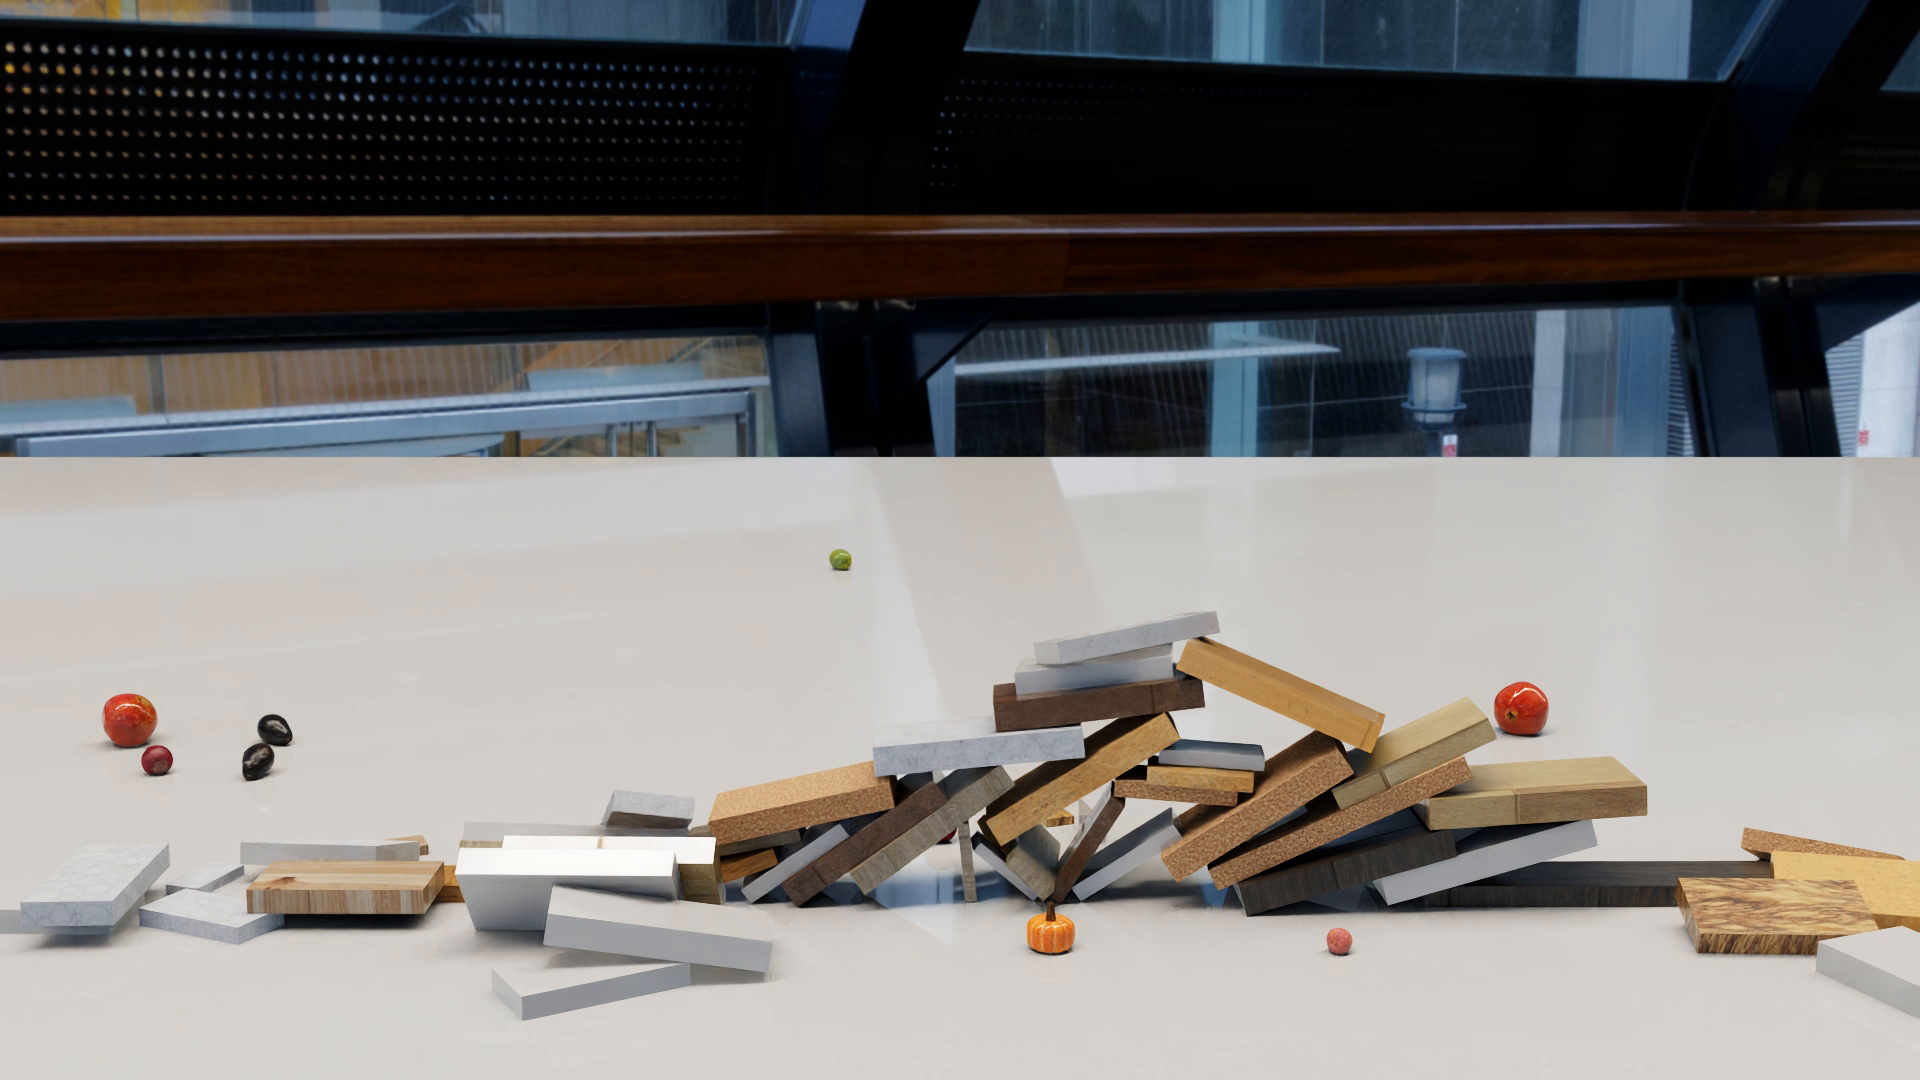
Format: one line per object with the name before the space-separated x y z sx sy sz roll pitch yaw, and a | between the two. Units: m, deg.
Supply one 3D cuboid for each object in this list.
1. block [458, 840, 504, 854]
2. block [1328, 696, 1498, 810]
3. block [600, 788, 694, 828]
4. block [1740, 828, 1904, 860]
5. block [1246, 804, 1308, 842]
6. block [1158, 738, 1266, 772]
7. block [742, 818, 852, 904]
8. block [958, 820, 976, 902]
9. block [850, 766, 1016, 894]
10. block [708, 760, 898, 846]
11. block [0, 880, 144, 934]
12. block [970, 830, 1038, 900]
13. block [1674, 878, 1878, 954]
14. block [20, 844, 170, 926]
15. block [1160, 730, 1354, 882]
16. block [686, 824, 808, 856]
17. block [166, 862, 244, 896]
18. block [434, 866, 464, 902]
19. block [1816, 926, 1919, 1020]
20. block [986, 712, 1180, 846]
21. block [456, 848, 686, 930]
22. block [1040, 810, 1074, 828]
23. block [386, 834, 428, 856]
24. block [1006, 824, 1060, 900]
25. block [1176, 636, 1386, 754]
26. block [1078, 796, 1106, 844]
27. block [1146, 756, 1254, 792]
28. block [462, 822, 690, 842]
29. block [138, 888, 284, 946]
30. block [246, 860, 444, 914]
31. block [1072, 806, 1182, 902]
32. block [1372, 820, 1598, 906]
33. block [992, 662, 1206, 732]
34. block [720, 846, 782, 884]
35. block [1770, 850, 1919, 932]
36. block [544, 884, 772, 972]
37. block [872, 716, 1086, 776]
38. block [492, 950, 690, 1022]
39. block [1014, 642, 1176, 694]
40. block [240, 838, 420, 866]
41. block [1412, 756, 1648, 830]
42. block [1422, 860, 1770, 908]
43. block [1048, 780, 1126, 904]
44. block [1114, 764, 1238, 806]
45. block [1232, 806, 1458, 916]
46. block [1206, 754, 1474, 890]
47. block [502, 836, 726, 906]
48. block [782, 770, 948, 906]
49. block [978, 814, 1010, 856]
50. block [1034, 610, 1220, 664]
block | -0.734 0.538 3.726 0.206 0.029 0.103 1 -21 4
block | 0.730 0.349 3.608 0.275 0.039 0.138 -25 10 4
block | -0.536 0.479 3.743 0.132 0.037 0.265 8 -21 -12
block | 1.470 0.537 3.726 0.252 0.036 0.126 8 -10 36
block | 0.514 0.461 3.630 0.113 0.016 0.056 -26 7 -2
block | 0.414 0.354 3.635 0.172 0.024 0.086 4 8 3
block | -0.271 0.522 3.655 0.199 0.028 0.099 -35 9 5
block | 0.011 0.525 3.648 0.019 0.134 0.067 -6 10 -1
block | -0.053 0.464 3.655 0.303 0.043 0.152 -36 9 -2
block | -0.259 0.433 3.654 0.303 0.043 0.152 -12 11 2
block | -1.612 0.591 3.555 0.538 0.040 0.140 0 11 2
block | 0.076 0.541 3.652 0.134 0.019 0.067 41 5 -10
block | 1.280 0.590 3.448 0.275 0.039 0.138 0 29 2
block | -1.388 0.553 3.543 0.140 0.040 0.281 0 11 -2
block | 0.485 0.431 3.632 0.338 0.048 0.169 -34 6 9
block | -0.357 0.490 3.666 0.199 0.028 0.099 -11 11 6
block | -1.273 0.573 3.711 0.063 0.018 0.126 3 11 17
block | -0.941 0.574 3.676 0.362 0.029 0.103 0 11 1
block | 1.445 0.654 3.193 0.169 0.048 0.364 -4 11 -23
block | 0.202 0.382 3.673 0.343 0.049 0.171 -31 5 4
block | -0.607 0.550 3.451 0.334 0.167 0.047 0 50 2
block | 0.162 0.506 4.076 0.056 0.016 0.113 -4 11 -23
block | -1.004 0.544 3.869 0.126 0.018 0.063 -5 11 -23
block | 0.124 0.526 3.683 0.086 0.024 0.247 44 11 -3
block | 0.529 0.249 3.613 0.338 0.048 0.169 23 7 11
block | 0.238 0.505 3.973 0.016 0.056 0.113 -3 11 -14
block | 0.393 0.383 3.606 0.172 0.024 0.086 4 11 5
block | -0.643 0.521 3.763 0.384 0.037 0.132 1 -21 5
block | -1.199 0.602 3.522 0.206 0.029 0.103 5 12 25
block | -0.991 0.561 3.556 0.281 0.040 0.140 0 10 0
block | 0.277 0.522 3.664 0.200 0.028 0.100 -33 7 9
block | 0.855 0.505 3.648 0.353 0.050 0.176 -16 10 1
block | 0.229 0.260 3.670 0.343 0.049 0.171 -7 6 2
block | -0.396 0.544 3.659 0.199 0.028 0.099 -20 10 3
block | 1.446 0.568 3.547 0.252 0.036 0.126 3 37 13
block | -0.457 0.588 3.336 0.334 0.047 0.167 9 5 -8
block | 0.029 0.336 3.658 0.343 0.049 0.171 -5 7 -1
block | -0.547 0.647 3.260 0.261 0.037 0.131 -6 12 -30
block | 0.228 0.215 3.685 0.261 0.037 0.131 -7 6 8
block | -1.071 0.532 3.739 0.265 0.037 0.132 -1 -4 18
block | 0.929 0.416 3.625 0.353 0.050 0.176 -4 10 -1
block | 1.094 0.573 3.664 0.655 0.036 0.126 0 11 0
block | 0.209 0.500 3.645 0.028 0.200 0.100 32 12 -1
block | 0.356 0.403 3.630 0.200 0.028 0.100 4 11 4
block | 0.625 0.521 3.639 0.353 0.050 0.176 -16 10 1
block | 0.616 0.446 3.621 0.450 0.039 0.138 -25 10 6
block | -0.550 0.539 3.509 0.334 0.167 0.047 0 50 2
block | -0.157 0.484 3.659 0.303 0.043 0.152 -35 9 3
block | 0.090 0.520 3.715 0.134 0.019 0.067 40 5 -22
block | 0.277 0.163 3.665 0.282 0.037 0.130 -10 0 -16
